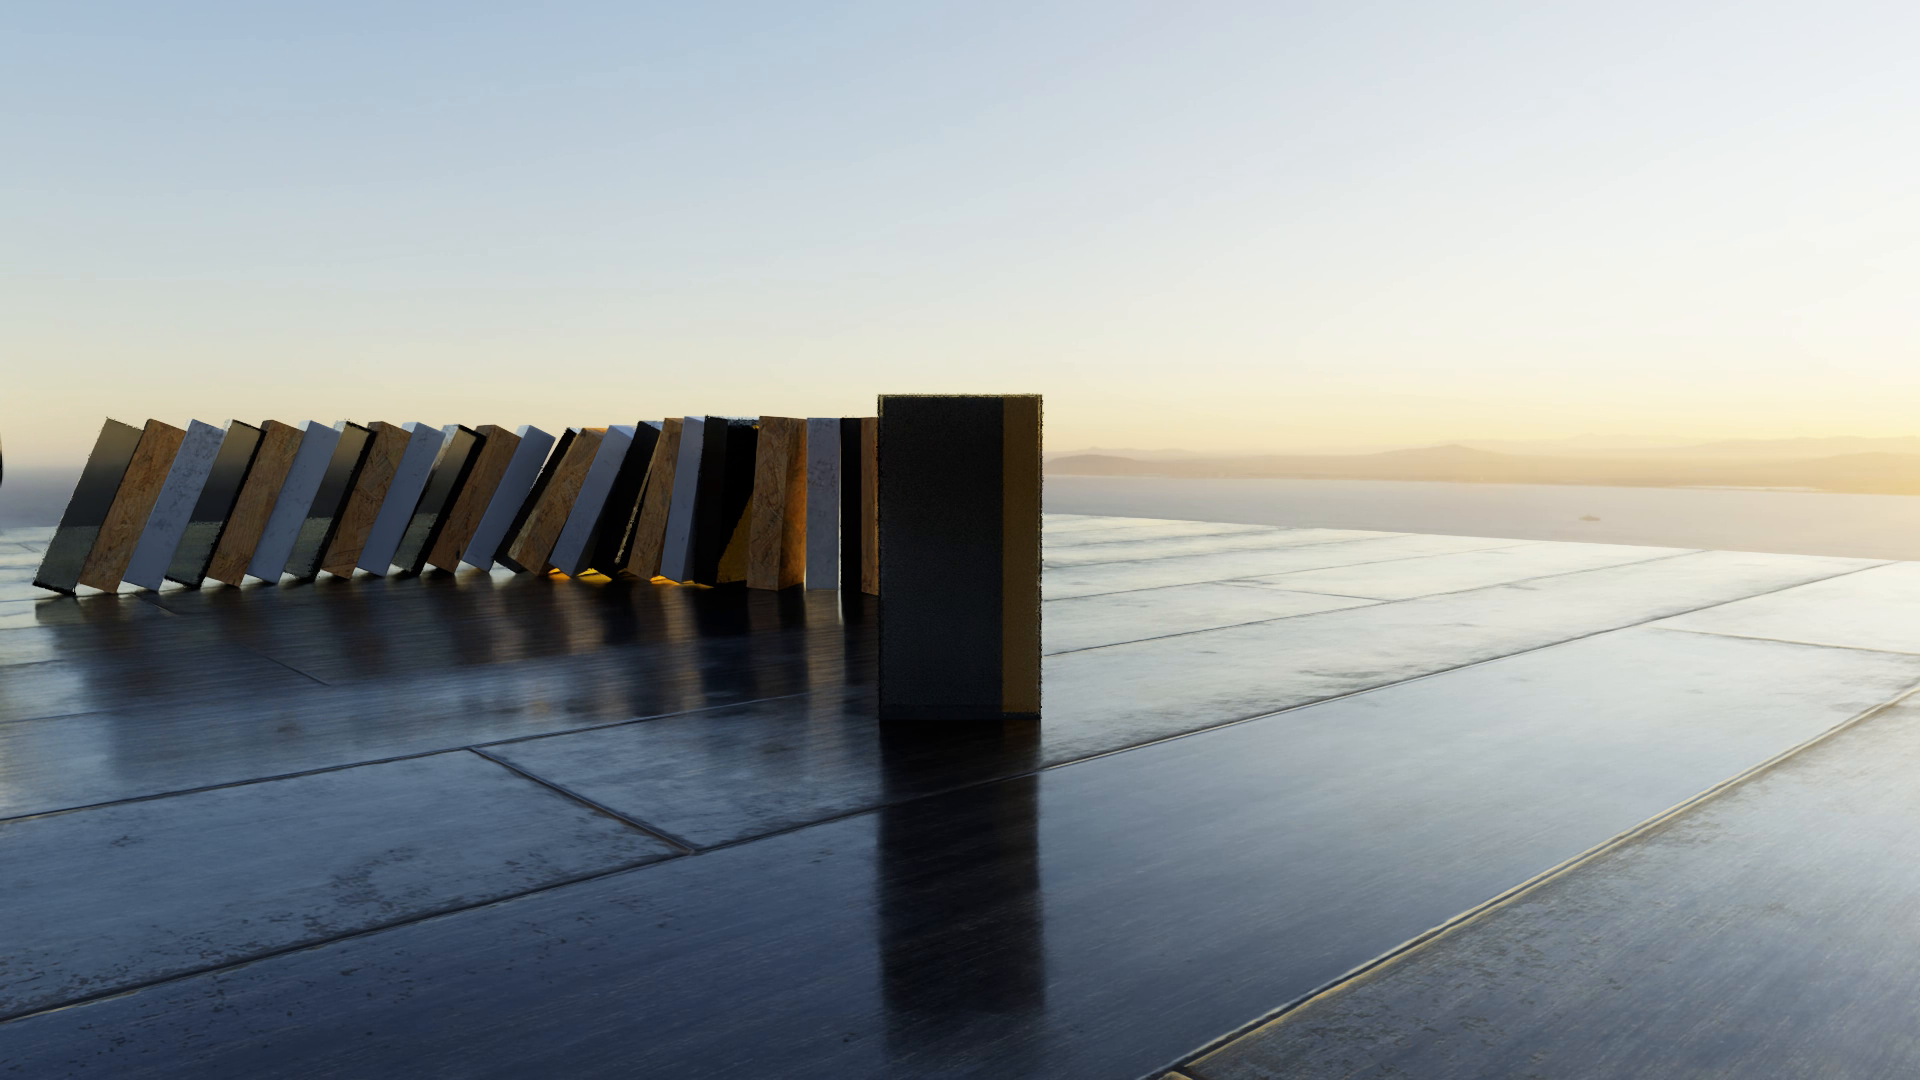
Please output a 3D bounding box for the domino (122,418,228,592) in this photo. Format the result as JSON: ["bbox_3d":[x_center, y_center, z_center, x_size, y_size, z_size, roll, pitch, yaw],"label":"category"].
[{"bbox_3d":[-0.234,-0.011,0.381,0.010,0.050,0.025,24,-10,-33],"label":"domino"}]

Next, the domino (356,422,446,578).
[{"bbox_3d":[-0.186,-0.014,0.421,0.010,0.050,0.025,25,-10,-32],"label":"domino"}]

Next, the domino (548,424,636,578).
[{"bbox_3d":[-0.112,-0.013,0.415,0.009,0.050,0.025,31,14,15],"label":"domino"}]

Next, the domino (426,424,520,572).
[{"bbox_3d":[-0.167,-0.014,0.433,0.009,0.050,0.025,29,-13,-31],"label":"domino"}]

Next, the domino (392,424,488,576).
[{"bbox_3d":[-0.176,-0.014,0.427,0.010,0.050,0.025,29,-12,-32],"label":"domino"}]

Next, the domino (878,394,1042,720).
[{"bbox_3d":[0.000,0.002,0.201,0.025,0.050,0.009,0,4,0],"label":"domino"}]

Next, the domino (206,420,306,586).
[{"bbox_3d":[-0.217,-0.012,0.393,0.010,0.050,0.025,24,-10,-33],"label":"domino"}]

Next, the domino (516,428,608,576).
[{"bbox_3d":[-0.124,-0.013,0.421,0.009,0.050,0.025,33,12,12],"label":"domino"}]

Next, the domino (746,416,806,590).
[{"bbox_3d":[-0.053,-0.012,0.383,0.009,0.050,0.025,6,5,11],"label":"domino"}]

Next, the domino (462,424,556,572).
[{"bbox_3d":[-0.155,-0.015,0.437,0.010,0.050,0.025,28,-9,-26],"label":"domino"}]

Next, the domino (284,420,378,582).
[{"bbox_3d":[-0.202,-0.013,0.408,0.009,0.050,0.025,25,-10,-33],"label":"domino"}]

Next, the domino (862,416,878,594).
[{"bbox_3d":[-0.015,-0.010,0.369,0.025,0.050,0.009,-2,5,-28],"label":"domino"}]

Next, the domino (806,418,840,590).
[{"bbox_3d":[-0.040,-0.011,0.384,0.009,0.050,0.025,1,4,1],"label":"domino"}]

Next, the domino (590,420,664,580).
[{"bbox_3d":[-0.100,-0.013,0.411,0.010,0.050,0.025,25,12,16],"label":"domino"}]

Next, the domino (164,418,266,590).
[{"bbox_3d":[-0.225,-0.011,0.387,0.009,0.050,0.025,24,-10,-33],"label":"domino"}]

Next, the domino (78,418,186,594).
[{"bbox_3d":[-0.242,-0.011,0.375,0.010,0.050,0.025,24,-10,-33],"label":"domino"}]

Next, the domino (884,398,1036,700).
[{"bbox_3d":[0.000,0.001,0.216,0.025,0.050,0.010,0,4,1],"label":"domino"}]

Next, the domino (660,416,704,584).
[{"bbox_3d":[-0.077,-0.013,0.397,0.010,0.050,0.025,19,14,32],"label":"domino"}]

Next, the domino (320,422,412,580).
[{"bbox_3d":[-0.194,-0.013,0.414,0.010,0.050,0.025,25,-10,-33],"label":"domino"}]

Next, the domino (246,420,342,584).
[{"bbox_3d":[-0.209,-0.012,0.400,0.010,0.050,0.025,25,-10,-33],"label":"domino"}]

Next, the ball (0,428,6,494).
[{"bbox_3d":[-0.270,-0.020,0.296,0.080,0.080,0.080,0,4,0],"label":"ball"}]

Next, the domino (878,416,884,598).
[{"bbox_3d":[-0.009,-0.009,0.355,0.025,0.050,0.009,-1,5,-18],"label":"domino"}]

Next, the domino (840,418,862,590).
[{"bbox_3d":[-0.024,-0.011,0.382,0.009,0.050,0.025,3,5,31],"label":"domino"}]

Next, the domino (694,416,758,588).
[{"bbox_3d":[-0.067,-0.012,0.389,0.009,0.050,0.025,11,10,33],"label":"domino"}]

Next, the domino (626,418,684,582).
[{"bbox_3d":[-0.088,-0.013,0.405,0.009,0.050,0.025,21,12,21],"label":"domino"}]

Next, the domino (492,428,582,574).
[{"bbox_3d":[-0.137,-0.014,0.431,0.010,0.050,0.025,31,3,-3],"label":"domino"}]

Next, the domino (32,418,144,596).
[{"bbox_3d":[-0.251,-0.010,0.370,0.009,0.050,0.025,24,-10,-33],"label":"domino"}]
